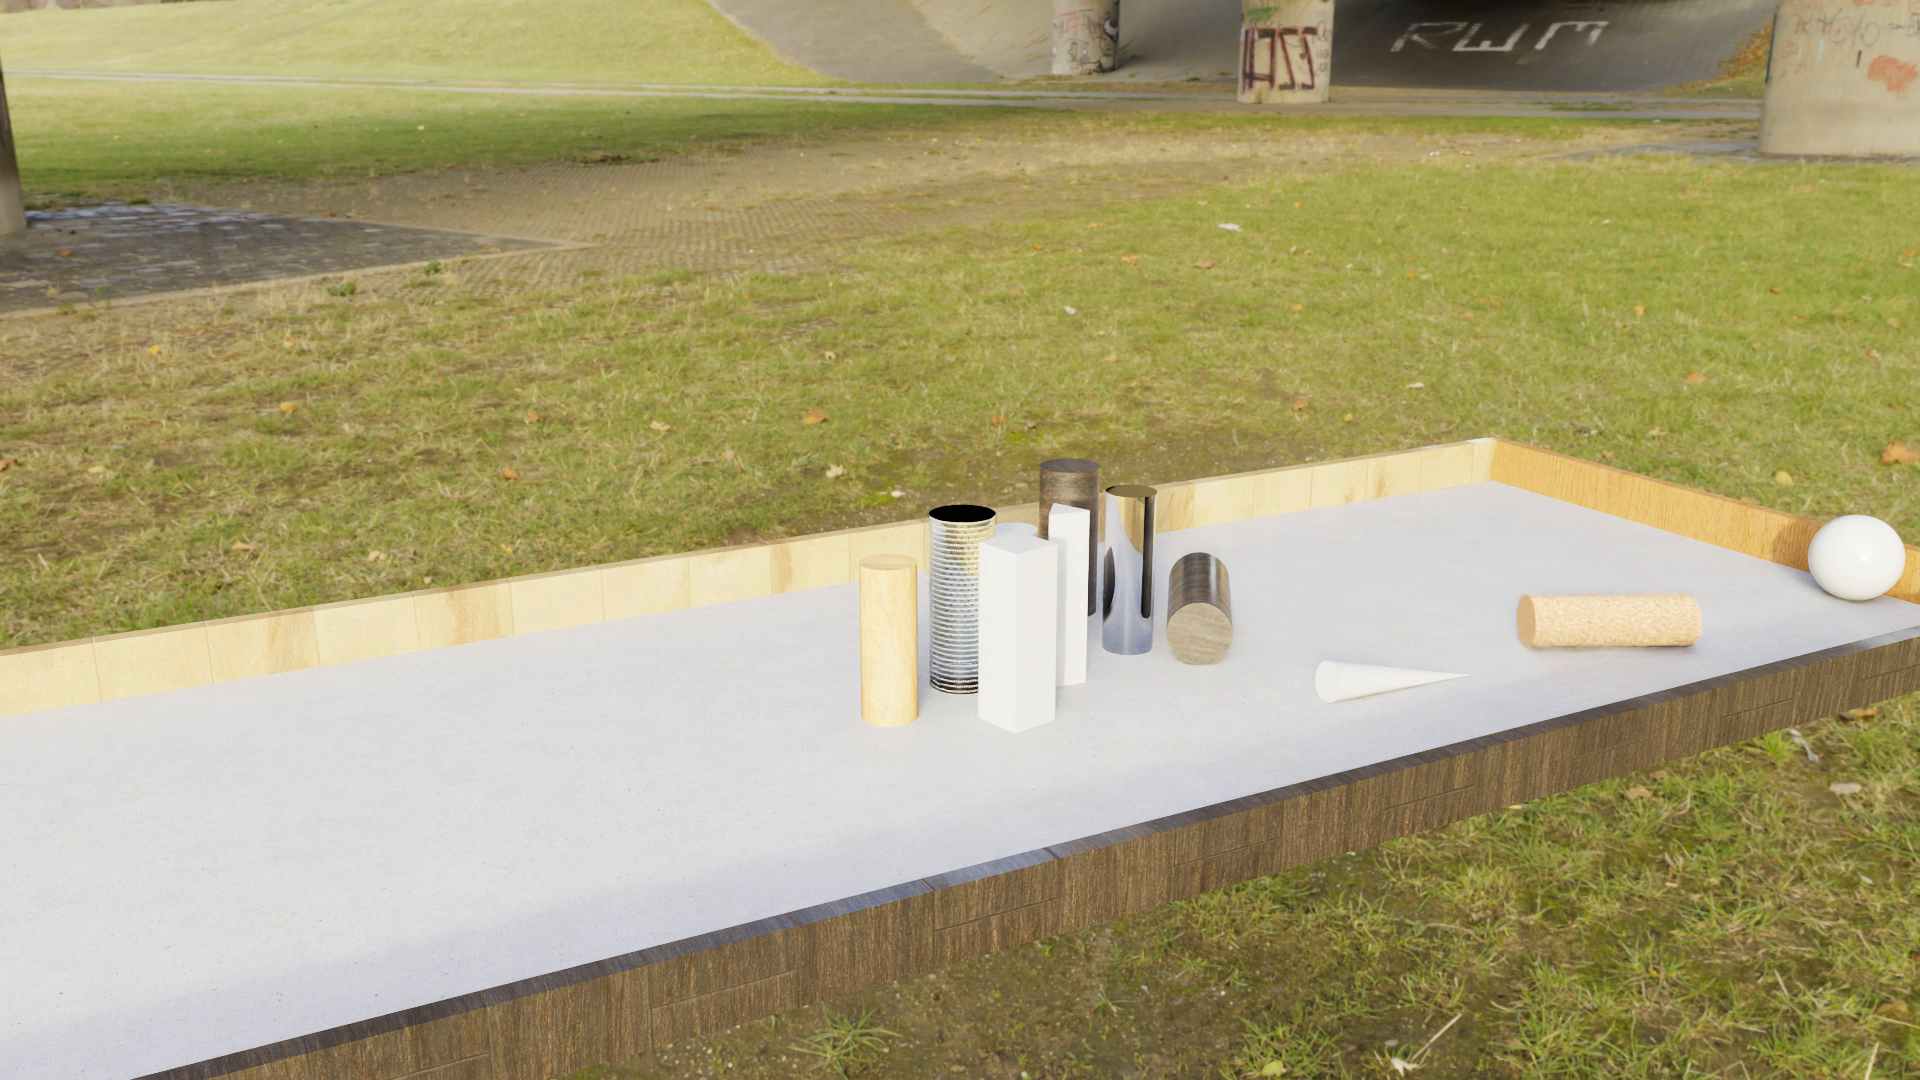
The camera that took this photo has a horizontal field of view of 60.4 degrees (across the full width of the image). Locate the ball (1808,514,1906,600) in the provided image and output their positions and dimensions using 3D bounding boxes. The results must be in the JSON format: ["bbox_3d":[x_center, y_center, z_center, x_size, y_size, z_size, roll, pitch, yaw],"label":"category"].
[{"bbox_3d":[2.576,0.051,4.741,0.249,0.249,0.249,0,16,0],"label":"ball"}]

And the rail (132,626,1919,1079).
[{"bbox_3d":[-2.336,1.006,1.665,12.000,0.150,0.050,-9,18,-27],"label":"rail"}]

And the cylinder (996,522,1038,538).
[{"bbox_3d":[0.141,0.121,4.388,0.129,0.313,0.129,0,16,0],"label":"cylinder"}]

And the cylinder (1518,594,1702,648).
[{"bbox_3d":[1.720,0.215,4.379,0.437,0.137,0.137,0,16,-1],"label":"cylinder"}]

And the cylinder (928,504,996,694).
[{"bbox_3d":[0.006,0.146,4.078,0.164,0.440,0.164,0,16,0],"label":"cylinder"}]

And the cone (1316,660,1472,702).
[{"bbox_3d":[1.096,0.343,4.096,0.445,0.102,0.102,0,15,-24],"label":"cone"}]

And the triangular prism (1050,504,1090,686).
[{"bbox_3d":[0.250,0.136,4.101,0.106,0.446,0.092,-6,17,-20],"label":"triangular prism"}]

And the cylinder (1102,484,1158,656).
[{"bbox_3d":[0.444,0.078,4.330,0.134,0.428,0.134,0,16,0],"label":"cylinder"}]

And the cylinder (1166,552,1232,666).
[{"bbox_3d":[0.645,0.178,4.446,0.170,0.170,0.452,2,17,7],"label":"cylinder"}]

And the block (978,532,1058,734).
[{"bbox_3d":[0.134,0.215,3.851,0.128,0.435,0.128,-14,21,-39],"label":"block"}]

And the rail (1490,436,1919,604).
[{"bbox_3d":[2.466,-0.048,5.253,0.050,0.150,2.100,-9,18,-27],"label":"rail"}]

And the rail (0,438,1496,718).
[{"bbox_3d":[-3.305,0.497,3.399,12.000,0.150,0.050,-9,18,-27],"label":"rail"}]

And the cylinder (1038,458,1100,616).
[{"bbox_3d":[0.303,-0.004,4.623,0.166,0.420,0.166,0,16,0],"label":"cylinder"}]

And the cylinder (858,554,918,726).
[{"bbox_3d":[-0.167,0.235,3.877,0.136,0.383,0.136,0,16,0],"label":"cylinder"}]
